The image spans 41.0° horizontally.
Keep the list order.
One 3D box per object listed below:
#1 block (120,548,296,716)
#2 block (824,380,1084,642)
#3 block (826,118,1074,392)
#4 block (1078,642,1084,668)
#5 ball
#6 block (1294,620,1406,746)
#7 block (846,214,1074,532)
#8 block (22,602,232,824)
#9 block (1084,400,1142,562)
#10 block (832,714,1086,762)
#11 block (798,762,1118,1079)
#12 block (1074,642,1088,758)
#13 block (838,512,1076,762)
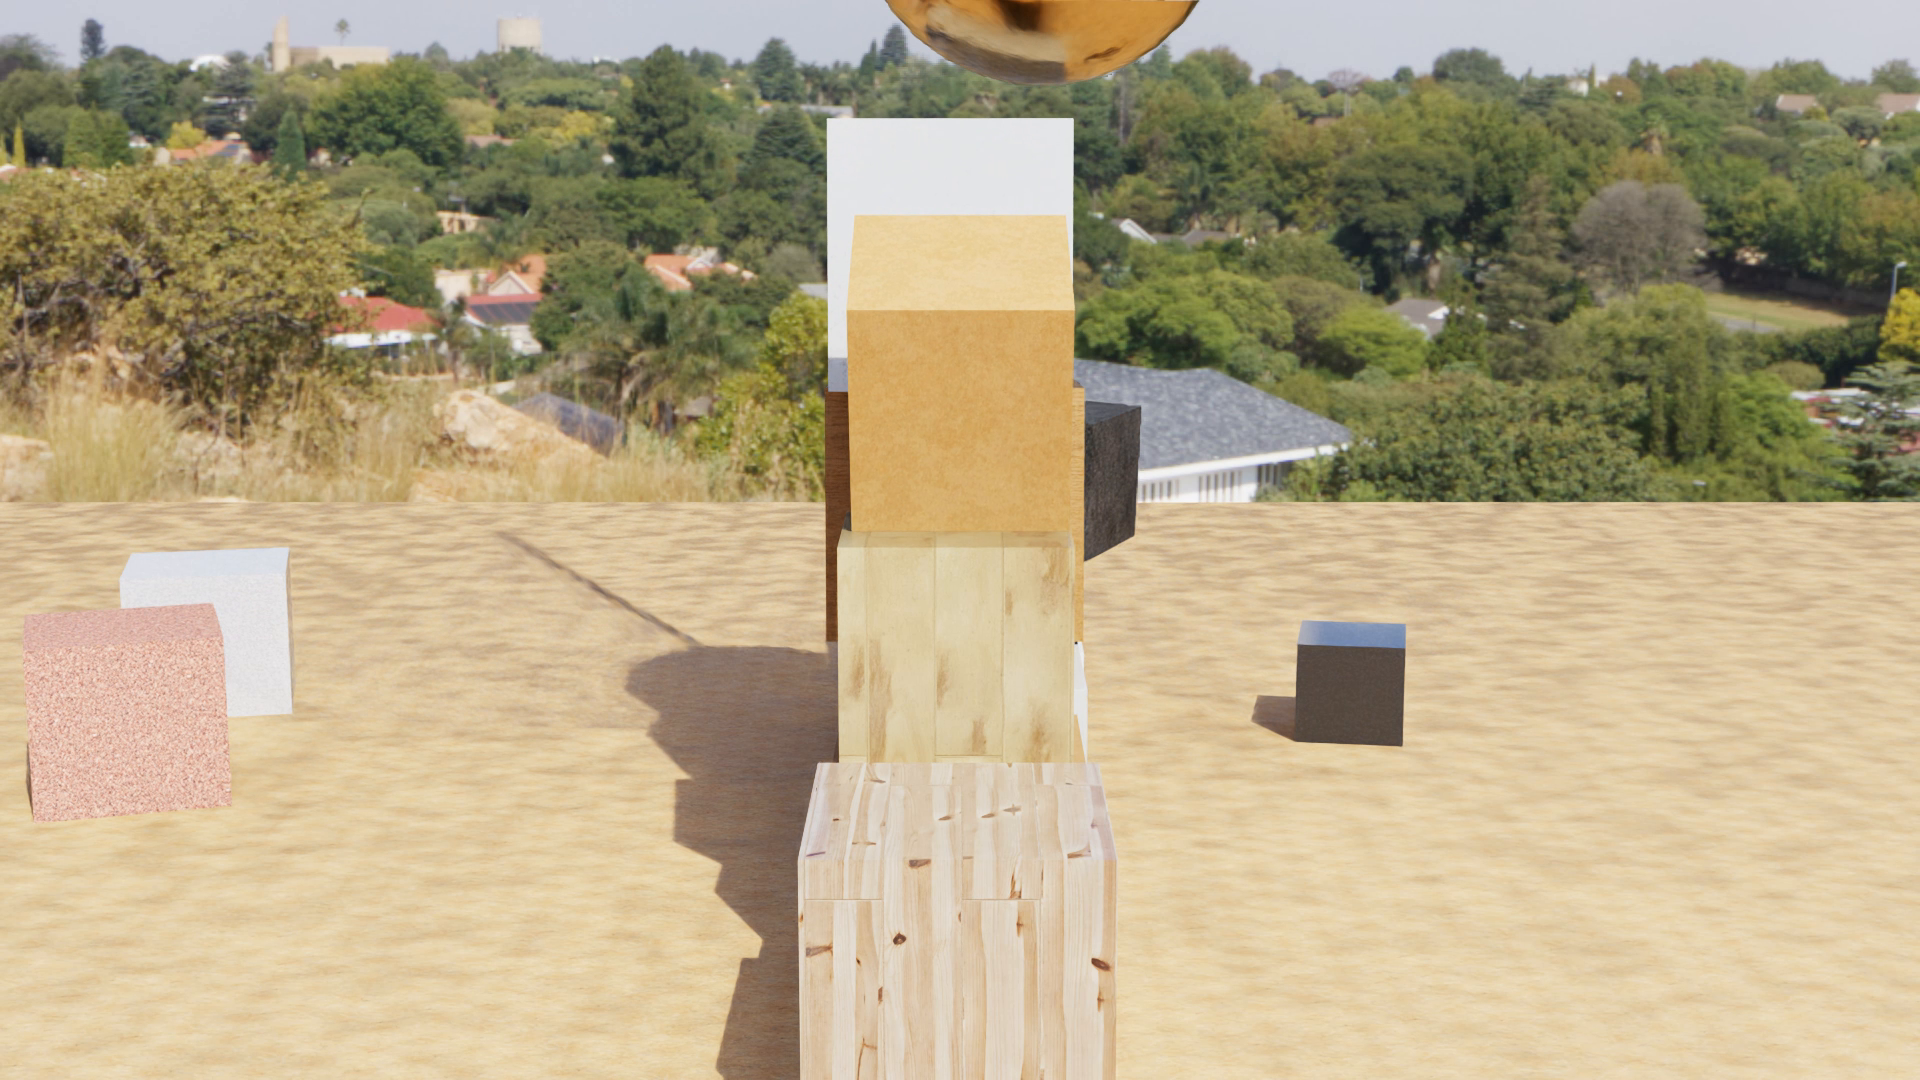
[{"bbox_3d":[-4.225,0.521,14.469,0.873,0.798,0.786,-2,11,-13],"label":"block"},{"bbox_3d":[-0.022,-0.161,11.585,1.111,1.094,1.122,0,6,0],"label":"block"},{"bbox_3d":[-0.030,-1.222,11.088,1.008,1.117,1.086,0,6,1],"label":"block"},{"bbox_3d":[0.013,0.879,11.948,1.067,0.996,1.183,0,10,0],"label":"block"},{"bbox_3d":[0.346,-2.703,10.689,1.600,1.600,1.600,0,10,0],"label":"ball"},{"bbox_3d":[2.113,0.767,13.856,0.567,0.533,0.616,2,10,10],"label":"block"},{"bbox_3d":[0.002,-0.648,9.834,0.822,0.918,0.876,0,30,0],"label":"block"},{"bbox_3d":[-4.103,0.833,12.634,0.907,0.841,0.854,-4,11,-19],"label":"block"},{"bbox_3d":[0.457,-0.345,13.549,0.757,0.708,0.810,7,12,21],"label":"block"},{"bbox_3d":[-0.003,1.267,9.880,0.945,0.972,1.002,0,10,0],"label":"block"},{"bbox_3d":[-0.006,1.426,8.796,1.015,1.048,1.167,0,10,0],"label":"block"},{"bbox_3d":[0.015,1.038,10.861,0.991,1.072,0.990,0,10,0],"label":"block"},{"bbox_3d":[-0.014,0.364,9.819,0.868,0.827,0.791,0,10,0],"label":"block"}]
